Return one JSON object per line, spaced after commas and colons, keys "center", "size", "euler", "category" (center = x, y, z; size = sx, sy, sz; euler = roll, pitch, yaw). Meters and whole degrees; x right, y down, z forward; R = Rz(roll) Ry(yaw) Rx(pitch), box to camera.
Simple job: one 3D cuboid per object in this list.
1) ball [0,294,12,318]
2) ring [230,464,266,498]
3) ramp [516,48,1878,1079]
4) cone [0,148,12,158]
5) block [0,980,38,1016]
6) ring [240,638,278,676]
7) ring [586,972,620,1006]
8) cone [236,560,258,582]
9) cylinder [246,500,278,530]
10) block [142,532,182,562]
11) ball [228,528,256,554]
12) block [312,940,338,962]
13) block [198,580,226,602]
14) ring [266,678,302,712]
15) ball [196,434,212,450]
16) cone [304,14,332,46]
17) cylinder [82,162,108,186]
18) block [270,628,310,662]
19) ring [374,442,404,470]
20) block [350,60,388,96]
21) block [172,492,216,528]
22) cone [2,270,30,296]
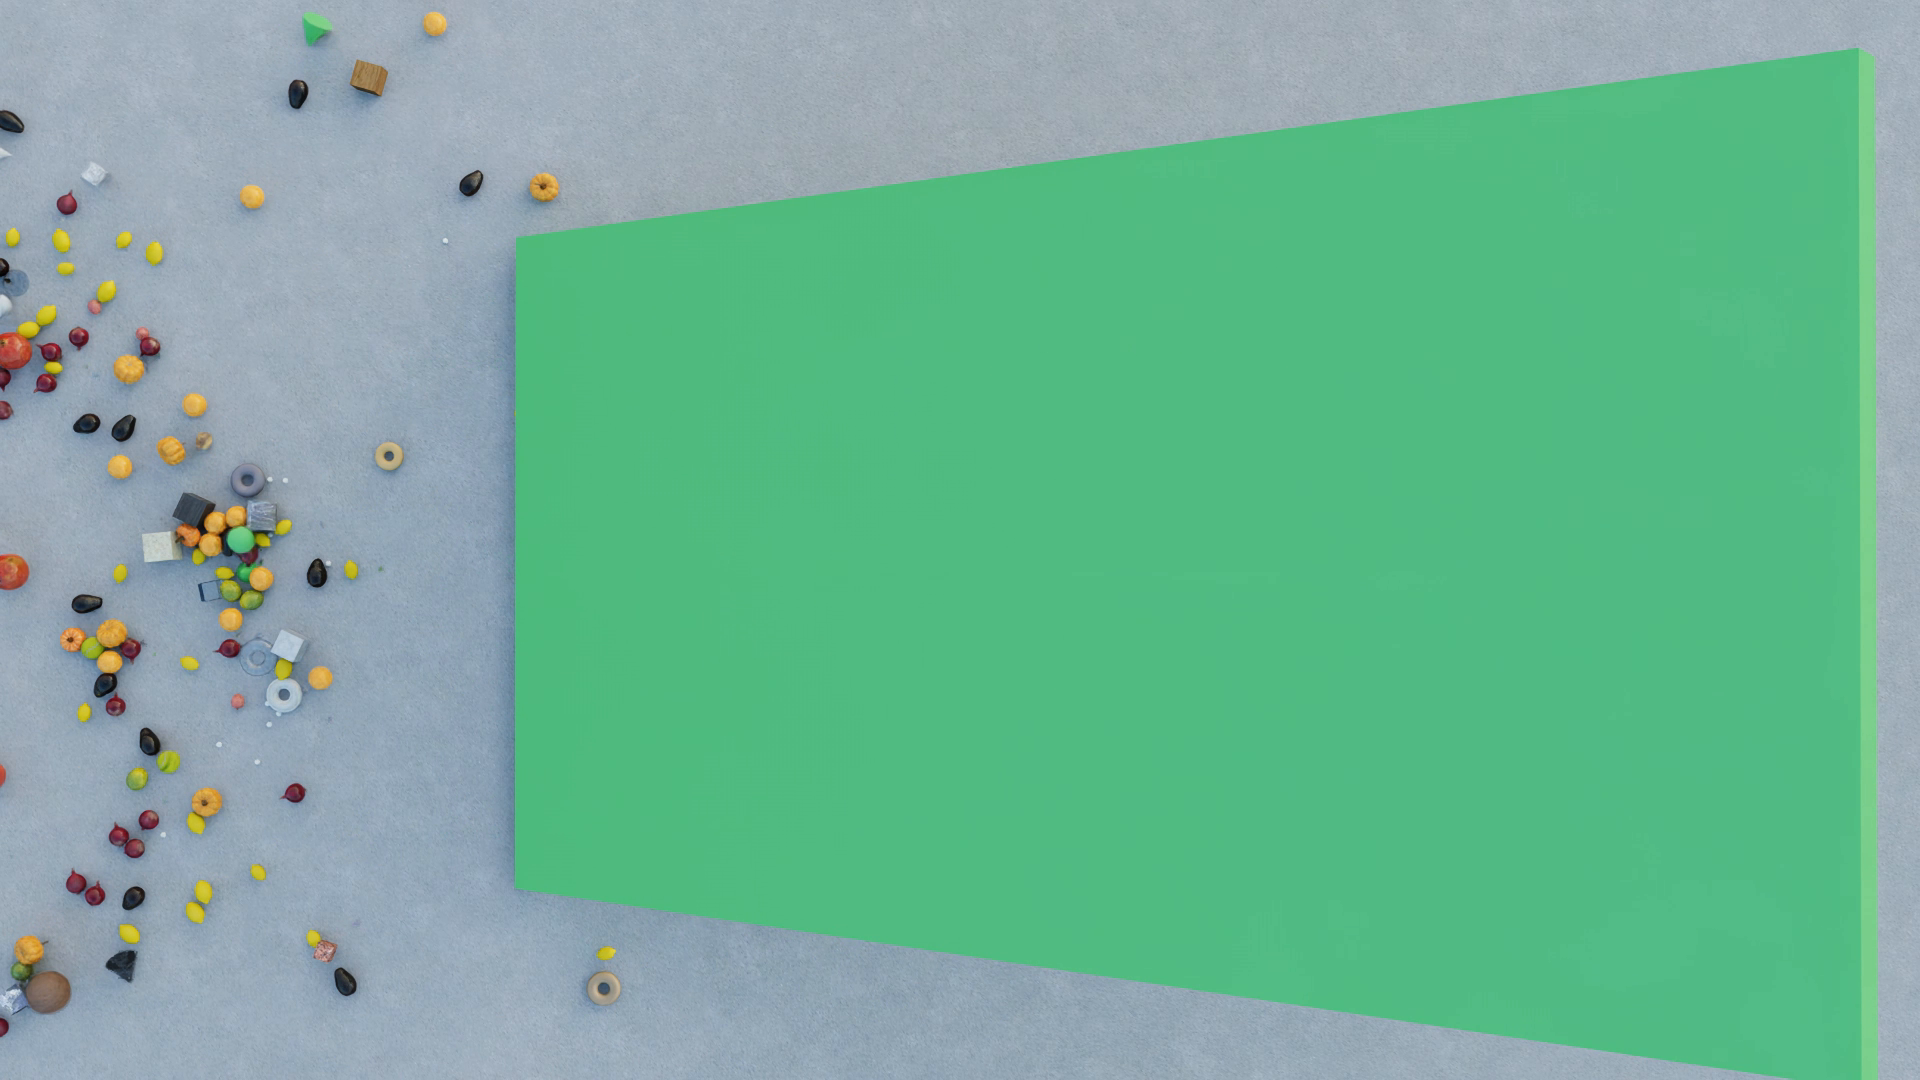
{"center": [-2.972, -0.723, 6.803], "size": [0.073, 0.073, 0.073], "euler": [0, 90, 0], "category": "ball"}
{"center": [-2.208, -0.185, 6.818], "size": [0.106, 0.035, 0.106], "euler": [0, 88, -1], "category": "ring"}
{"center": [0.213, 0.062, 5.528], "size": [4.000, 0.100, 2.000], "euler": [0, 90, 39], "category": "ramp"}
{"center": [-2.993, -1.202, 6.821], "size": [0.097, 0.097, 0.097], "euler": [6, 90, -27], "category": "cone"}
{"center": [-2.909, 1.413, 6.789], "size": [0.074, 0.074, 0.074], "euler": [-33, 90, 0], "category": "block"}
{"center": [-2.174, 0.364, 6.813], "size": [0.119, 0.040, 0.119], "euler": [0, 89, 1], "category": "ring"}
{"center": [-1.103, 1.389, 6.808], "size": [0.107, 0.036, 0.107], "euler": [0, 88, -1], "category": "ring"}
{"center": [-2.214, 0.099, 6.799], "size": [0.070, 0.070, 0.070], "euler": [0, 90, 0], "category": "cone"}
{"center": [-2.157, -0.076, 6.792], "size": [0.087, 0.087, 0.087], "euler": [4, 90, 0], "category": "cylinder"}
{"center": [-2.463, 0.021, 6.792], "size": [0.086, 0.086, 0.086], "euler": [-6, 90, 0], "category": "block"}
{"center": [-2.205, 0.002, 6.749], "size": [0.082, 0.082, 0.082], "euler": [0, 90, 0], "category": "ball"}
{"center": [-1.964, 1.272, 6.802], "size": [0.050, 0.050, 0.050], "euler": [19, 90, 0], "category": "block"}
{"center": [-2.316, 0.157, 6.806], "size": [0.056, 0.056, 0.056], "euler": [-12, 90, 0], "category": "block"}
{"center": [-2.094, 0.479, 6.814], "size": [0.110, 0.037, 0.110], "euler": [0, 89, -1], "category": "ring"}
{"center": [-2.342, -0.305, 6.811], "size": [0.051, 0.051, 0.051], "euler": [0, 90, 0], "category": "ball"}
{"center": [-2.007, -1.569, 6.824], "size": [0.092, 0.092, 0.092], "euler": [31, 116, 0], "category": "cone"}
{"center": [-2.681, -1.133, 6.815], "size": [0.054, 0.054, 0.054], "euler": [36, 90, 0], "category": "cylinder"}
{"center": [-2.067, 0.326, 6.795], "size": [0.076, 0.076, 0.076], "euler": [26, 90, 0], "category": "block"}
{"center": [-1.771, -0.259, 6.822], "size": [0.089, 0.030, 0.089], "euler": [0, 88, 1], "category": "ring"}
{"center": [-1.828, -1.429, 6.804], "size": [0.080, 0.080, 0.080], "euler": [16, 90, 0], "category": "block"}
{"center": [-2.366, -0.092, 6.795], "size": [0.081, 0.081, 0.081], "euler": [25, 90, 0], "category": "block"}
{"center": [-2.936, -0.800, 6.797], "size": [0.085, 0.085, 0.085], "euler": [0, 90, 0], "category": "cone"}
